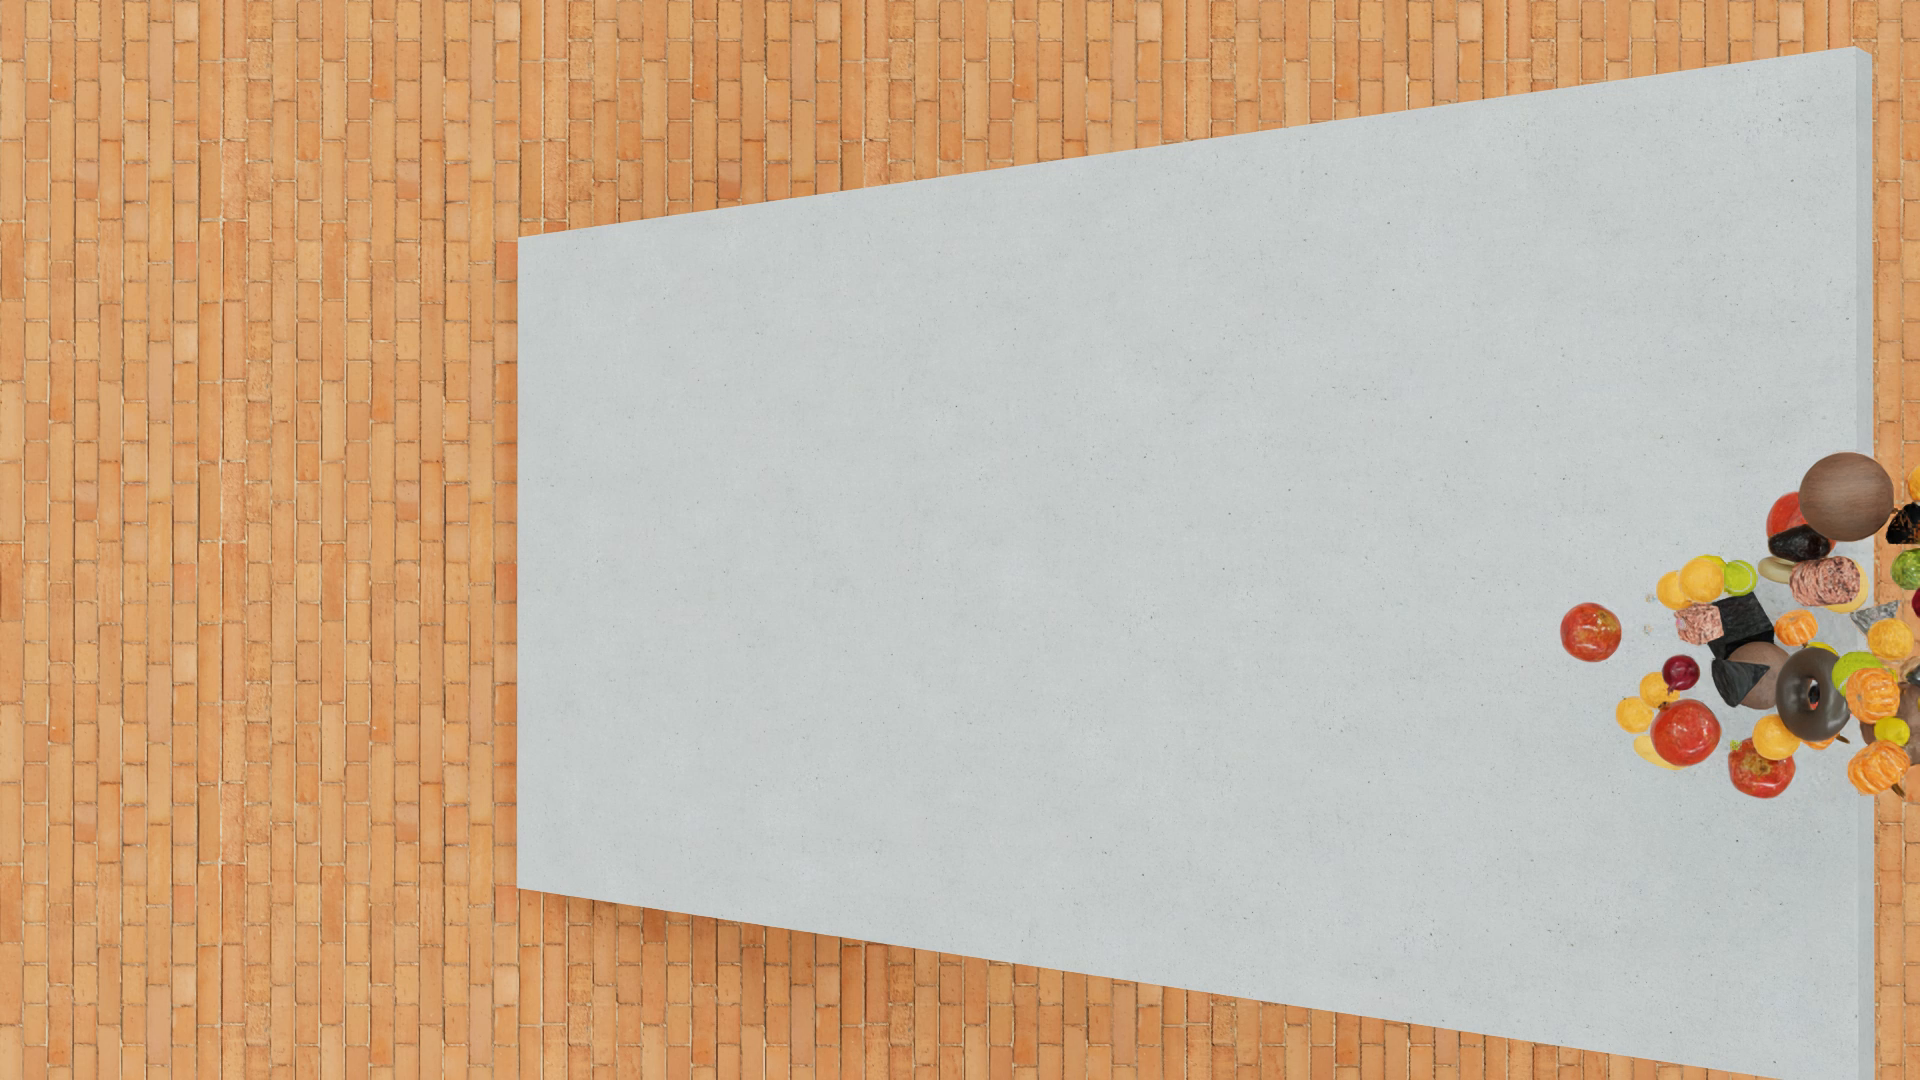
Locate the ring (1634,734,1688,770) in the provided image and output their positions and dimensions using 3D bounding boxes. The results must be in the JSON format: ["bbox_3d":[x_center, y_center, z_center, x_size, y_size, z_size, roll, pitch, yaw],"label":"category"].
[{"bbox_3d":[1.268,0.384,3.980,0.101,0.101,0.034,28,79,0],"label":"ring"}]

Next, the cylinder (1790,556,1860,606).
[{"bbox_3d":[1.288,0.062,3.274,0.070,0.070,0.070,2,84,-21],"label":"cylinder"}]

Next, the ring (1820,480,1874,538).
[{"bbox_3d":[1.615,-0.056,4.004,0.039,0.116,0.116,31,90,-12],"label":"ring"}]

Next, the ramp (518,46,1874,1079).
[{"bbox_3d":[0.210,0.061,5.525,4.000,0.100,2.000,0,90,40],"label":"ramp"}]

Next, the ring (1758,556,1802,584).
[{"bbox_3d":[1.290,0.047,3.427,0.090,0.090,0.030,4,103,0],"label":"ring"}]

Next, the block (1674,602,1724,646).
[{"bbox_3d":[1.315,0.149,3.915,0.054,0.054,0.054,-20,106,-15],"label":"block"}]

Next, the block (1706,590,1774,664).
[{"bbox_3d":[1.504,0.176,4.254,0.097,0.097,0.097,-18,51,2],"label":"block"}]

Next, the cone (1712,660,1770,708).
[{"bbox_3d":[1.197,0.204,3.339,0.078,0.078,0.078,-20,90,-4],"label":"cone"}]

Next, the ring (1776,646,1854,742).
[{"bbox_3d":[1.321,0.239,3.401,0.049,0.148,0.148,3,90,-20],"label":"ring"}]

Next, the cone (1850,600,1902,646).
[{"bbox_3d":[1.598,0.129,3.801,0.079,0.079,0.079,41,115,0],"label":"cone"}]

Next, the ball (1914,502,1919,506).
[{"bbox_3d":[1.453,-0.026,3.336,0.062,0.062,0.062,0,90,0],"label":"ball"}]

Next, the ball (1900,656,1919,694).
[{"bbox_3d":[1.685,0.236,3.860,0.067,0.067,0.067,0,90,0],"label":"ball"}]

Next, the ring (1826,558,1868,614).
[{"bbox_3d":[1.403,0.071,3.503,0.031,0.092,0.092,-8,90,-36],"label":"ring"}]

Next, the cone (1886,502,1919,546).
[{"bbox_3d":[1.377,-0.008,3.147,0.067,0.067,0.067,28,90,-8],"label":"cone"}]

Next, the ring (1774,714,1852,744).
[{"bbox_3d":[1.529,0.325,3.944,0.143,0.143,0.048,-20,73,0],"label":"ring"}]
